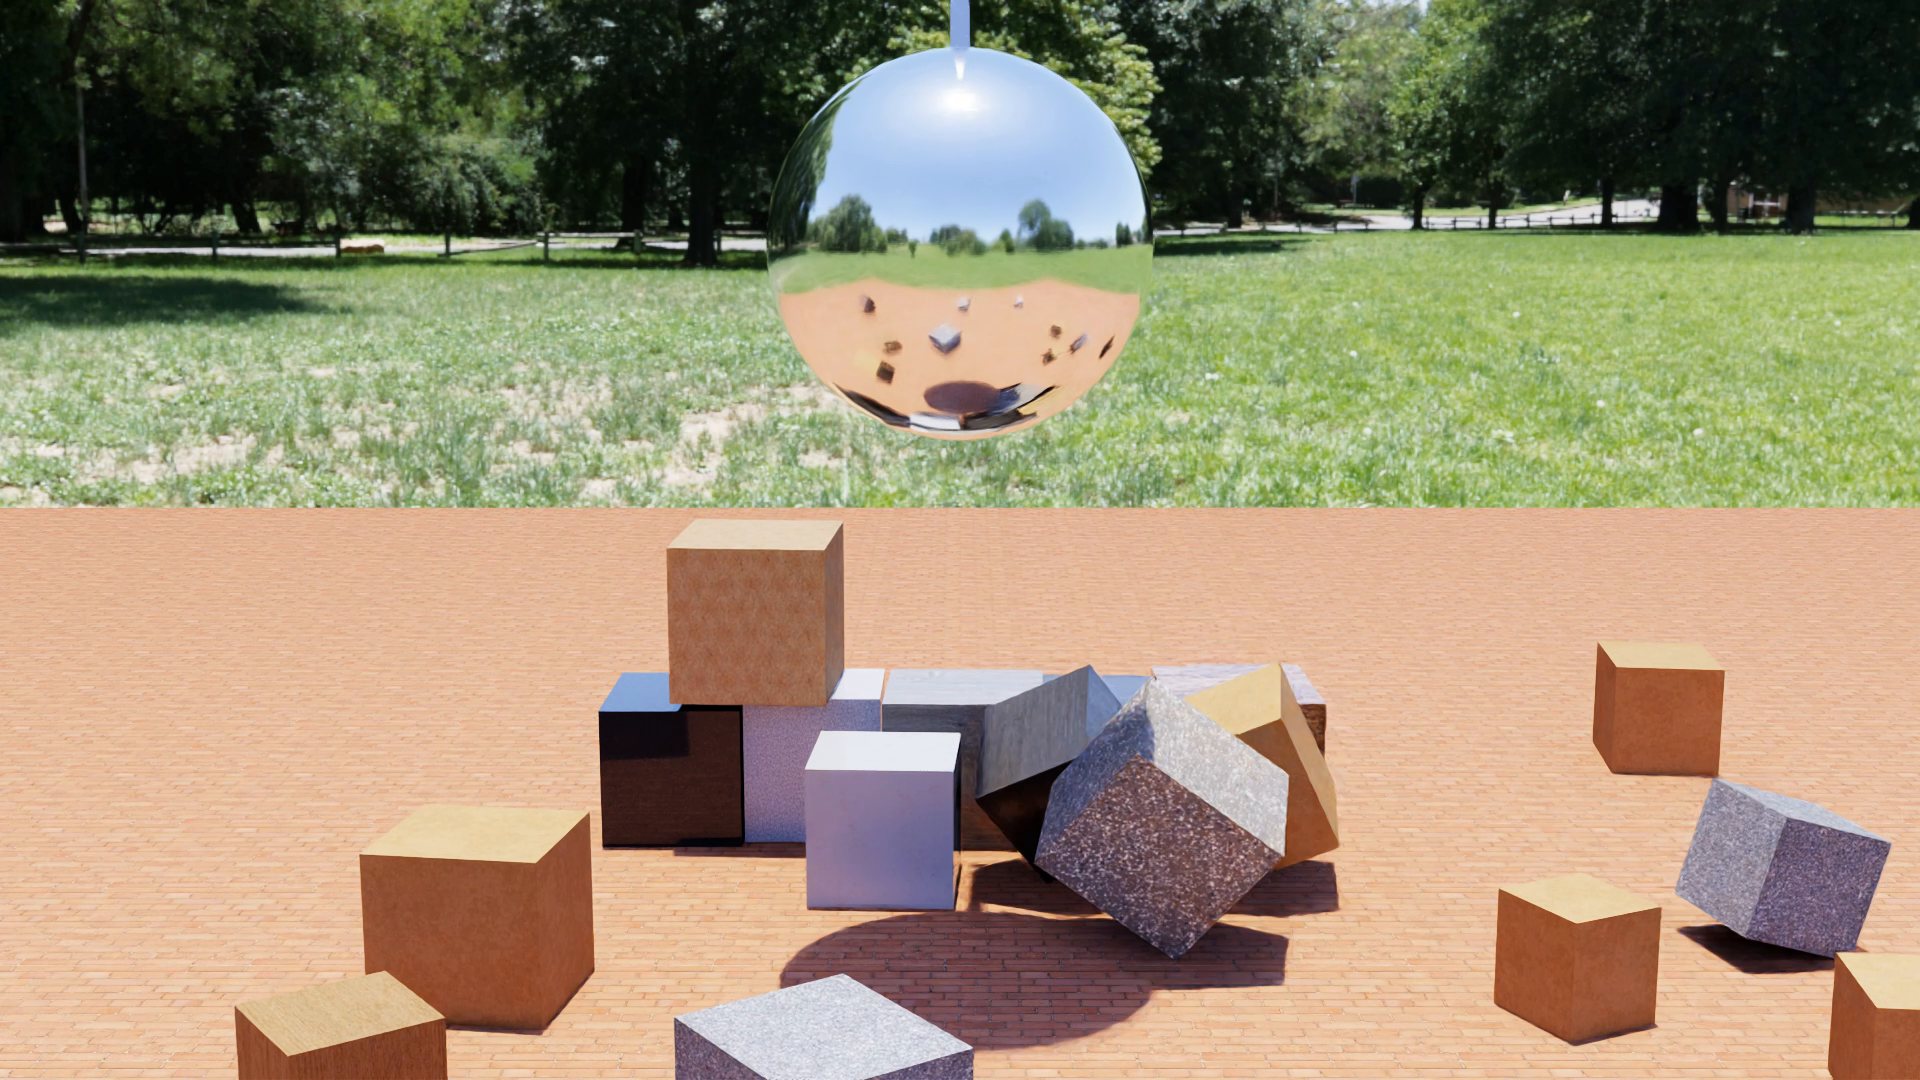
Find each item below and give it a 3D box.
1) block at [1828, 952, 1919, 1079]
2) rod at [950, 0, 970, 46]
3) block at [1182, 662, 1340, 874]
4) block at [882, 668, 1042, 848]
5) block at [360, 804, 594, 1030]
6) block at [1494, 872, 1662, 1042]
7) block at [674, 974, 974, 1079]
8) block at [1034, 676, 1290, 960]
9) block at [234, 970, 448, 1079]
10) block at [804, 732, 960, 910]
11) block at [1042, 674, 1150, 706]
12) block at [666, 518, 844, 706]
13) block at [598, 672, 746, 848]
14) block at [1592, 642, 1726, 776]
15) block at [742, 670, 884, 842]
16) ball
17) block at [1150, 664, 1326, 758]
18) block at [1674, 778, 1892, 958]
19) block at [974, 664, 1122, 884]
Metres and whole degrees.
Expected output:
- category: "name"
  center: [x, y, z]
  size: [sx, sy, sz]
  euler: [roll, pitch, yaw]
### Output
- category: "block"
  center: [3.548, 1.849, 8.075]
  size: [0.529, 0.473, 0.548]
  euler: [1, 10, 7]
- category: "rod"
  center: [0.000, -4.580, 9.523]
  size: [0.080, 5.200, 0.080]
  euler: [0, -8, 0]
- category: "block"
  center: [1.337, 1.128, 10.459]
  size: [0.692, 0.694, 0.711]
  euler: [-22, 14, 14]
- category: "block"
  center: [0.025, 1.116, 11.355]
  size: [0.800, 0.741, 0.733]
  euler: [0, 10, 2]
- category: "block"
  center: [-1.983, 1.546, 9.111]
  size: [0.733, 0.699, 0.683]
  euler: [2, 10, 8]
- category: "block"
  center: [2.499, 1.685, 8.919]
  size: [0.438, 0.494, 0.462]
  euler: [-5, 11, -26]
- category: "block"
  center: [-0.439, 1.912, 7.010]
  size: [0.643, 0.729, 0.758]
  euler: [-7, 13, -35]
- category: "block"
  center: [0.886, 1.211, 9.580]
  size: [0.770, 0.735, 0.628]
  euler: [35, 28, -8]
- category: "block"
  center: [-2.184, 1.897, 7.778]
  size: [0.559, 0.485, 0.545]
  euler: [-7, 13, -36]
- category: "block"
  center: [-0.354, 1.320, 10.455]
  size: [0.684, 0.661, 0.664]
  euler: [1, 10, 3]
- category: "block"
  center: [0.721, 1.126, 11.382]
  size: [0.579, 0.713, 0.662]
  euler: [0, 10, 1]
- category: "block"
  center: [-1.026, 0.356, 11.223]
  size: [0.779, 0.788, 0.827]
  euler: [1, 10, 3]
- category: "block"
  center: [-1.449, 1.127, 11.400]
  size: [0.703, 0.704, 0.806]
  euler: [0, 10, 0]
- category: "block"
  center: [3.993, 0.956, 12.606]
  size: [0.584, 0.608, 0.652]
  euler: [1, 10, 7]
- category: "block"
  center: [-0.743, 1.107, 11.388]
  size: [0.687, 0.747, 0.634]
  euler: [0, 10, 0]
- category: "ball"
  center: [0.000, -1.212, 9.057]
  size: [1.600, 1.600, 1.600]
  euler: [0, 10, 0]
- category: "block"
  center: [1.418, 1.108, 11.390]
  size: [0.789, 0.744, 0.826]
  euler: [0, 10, -1]
- category: "block"
  center: [3.611, 1.445, 9.679]
  size: [0.545, 0.551, 0.562]
  euler: [15, 7, -16]
- category: "block"
  center: [0.516, 1.118, 10.492]
  size: [0.596, 0.640, 0.623]
  euler: [-25, 32, 23]
